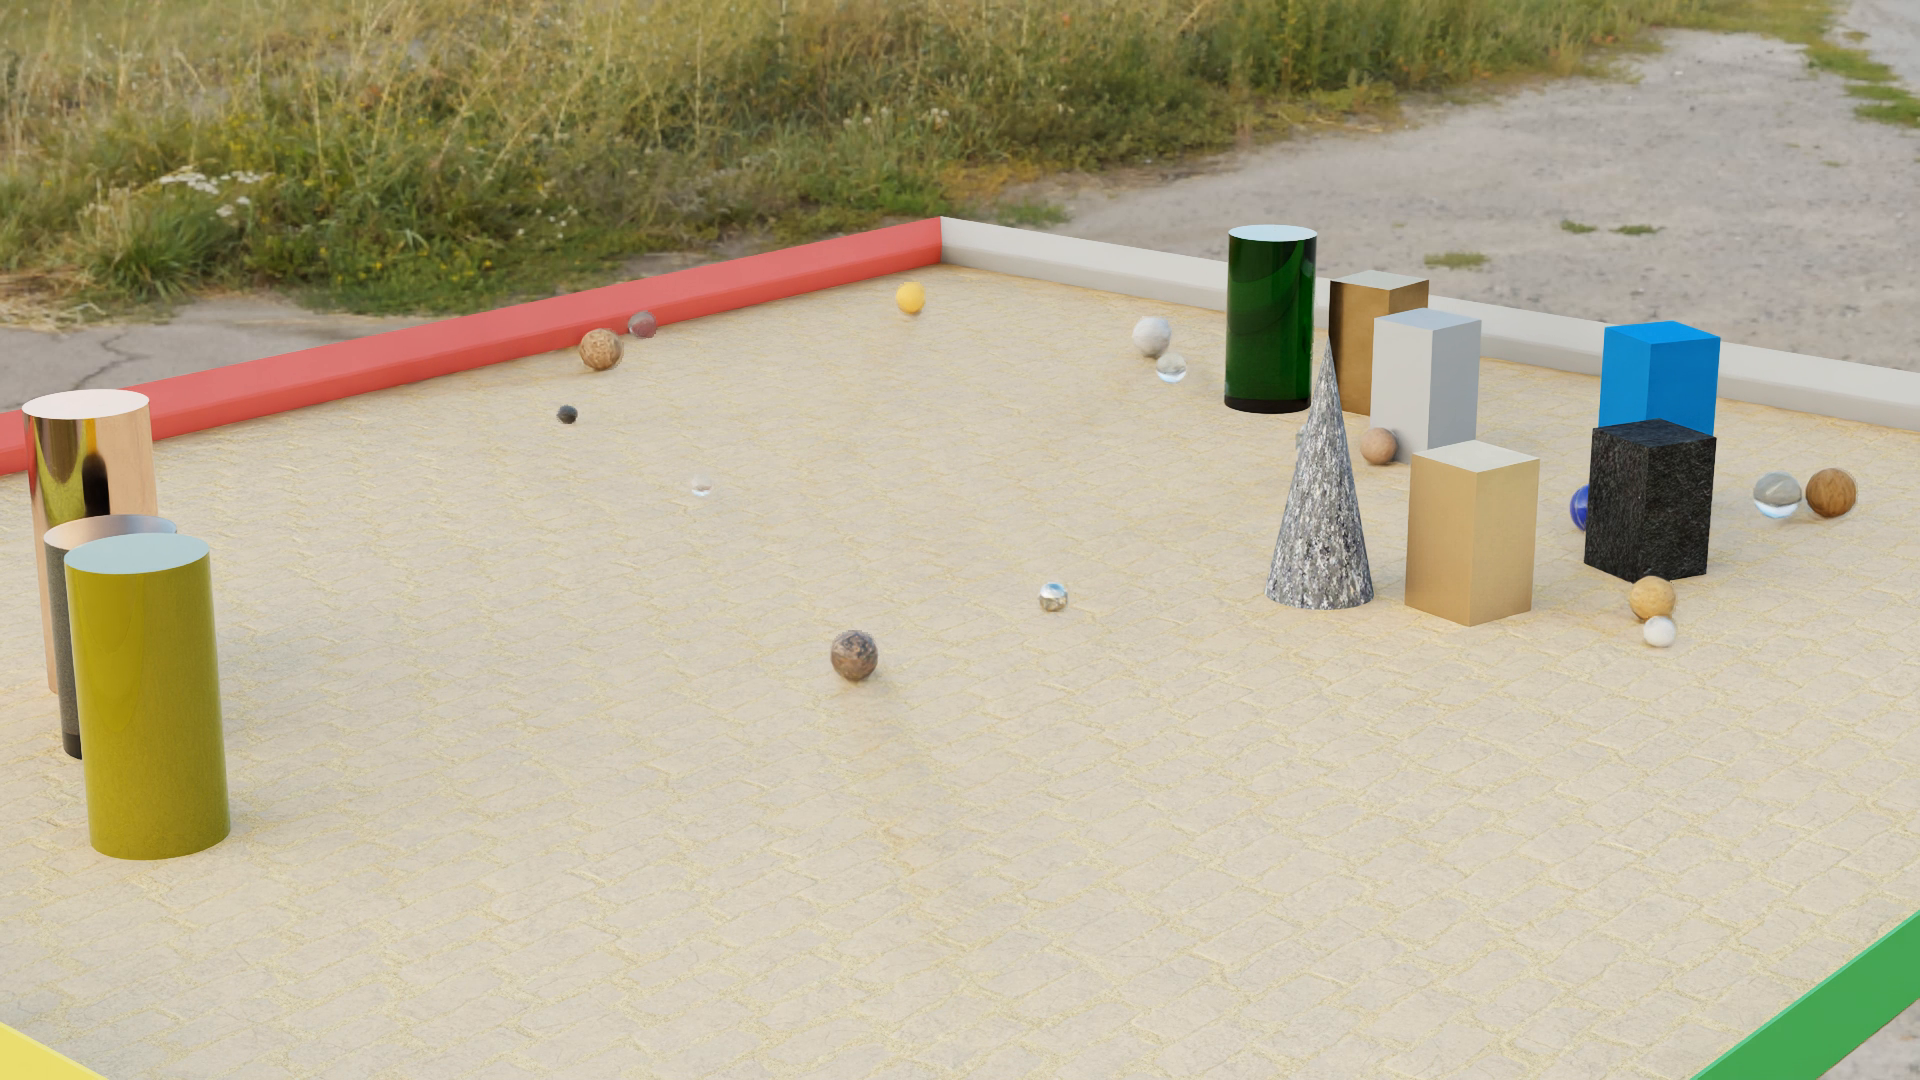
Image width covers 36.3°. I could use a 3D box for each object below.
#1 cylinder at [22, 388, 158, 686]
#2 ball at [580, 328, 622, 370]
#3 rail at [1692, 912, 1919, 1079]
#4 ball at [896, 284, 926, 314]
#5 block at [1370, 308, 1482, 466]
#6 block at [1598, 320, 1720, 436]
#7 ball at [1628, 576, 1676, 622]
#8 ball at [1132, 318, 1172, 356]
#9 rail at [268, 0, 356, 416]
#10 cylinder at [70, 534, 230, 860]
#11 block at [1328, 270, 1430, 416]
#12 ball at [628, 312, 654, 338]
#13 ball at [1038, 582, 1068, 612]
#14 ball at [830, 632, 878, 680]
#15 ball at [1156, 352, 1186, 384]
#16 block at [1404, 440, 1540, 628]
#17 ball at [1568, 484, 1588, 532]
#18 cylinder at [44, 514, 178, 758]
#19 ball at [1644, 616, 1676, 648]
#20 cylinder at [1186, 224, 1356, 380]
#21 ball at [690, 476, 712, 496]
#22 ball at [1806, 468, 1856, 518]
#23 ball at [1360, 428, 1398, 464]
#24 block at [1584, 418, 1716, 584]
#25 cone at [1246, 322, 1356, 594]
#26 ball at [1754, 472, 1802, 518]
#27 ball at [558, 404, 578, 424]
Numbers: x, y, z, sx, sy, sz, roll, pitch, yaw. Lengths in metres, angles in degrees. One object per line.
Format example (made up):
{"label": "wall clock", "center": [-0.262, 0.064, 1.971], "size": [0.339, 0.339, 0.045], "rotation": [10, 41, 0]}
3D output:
{"label": "cylinder", "center": [-1.362, 0.006, 4.633], "size": [0.191, 0.456, 0.191], "rotation": [2, 26, -1]}
{"label": "ball", "center": [-0.824, -0.437, 6.723], "size": [0.095, 0.095, 0.095], "rotation": [0, 17, 0]}
{"label": "rail", "center": [1.455, 0.396, 3.911], "size": [0.045, 0.124, 4.332], "rotation": [14, 22, 39]}
{"label": "ball", "center": [-0.122, -0.602, 7.303], "size": [0.075, 0.075, 0.075], "rotation": [0, 17, 0]}
{"label": "block", "center": [0.947, -0.310, 5.973], "size": [0.153, 0.286, 0.153], "rotation": [-14, 22, -39]}
{"label": "block", "center": [1.315, -0.217, 5.540], "size": [0.153, 0.359, 0.153], "rotation": [-6, 18, -20]}
{"label": "ball", "center": [1.174, 0.100, 4.976], "size": [0.078, 0.078, 0.078], "rotation": [0, 17, 0]}
{"label": "ball", "center": [0.449, -0.477, 6.863], "size": [0.090, 0.090, 0.090], "rotation": [0, 17, 0]}
{"label": "rail", "center": [-1.467, -0.335, 6.331], "size": [0.045, 4.332, 0.124], "rotation": [-7, 35, -34]}
{"label": "cylinder", "center": [-1.114, 0.213, 4.027], "size": [0.191, 0.409, 0.191], "rotation": [7, 14, -2]}
{"label": "block", "center": [0.905, -0.426, 6.363], "size": [0.153, 0.282, 0.153], "rotation": [15, 22, 40]}
{"label": "ball", "center": [-0.764, -0.516, 7.039], "size": [0.064, 0.064, 0.064], "rotation": [0, 17, 0]}
{"label": "ball", "center": [0.160, 0.097, 5.030], "size": [0.052, 0.052, 0.052], "rotation": [0, 17, 0]}
{"label": "ball", "center": [-0.169, 0.186, 4.691], "size": [0.078, 0.078, 0.078], "rotation": [0, 17, 0]}
{"label": "ball", "center": [0.477, -0.388, 6.607], "size": [0.068, 0.068, 0.068], "rotation": [0, 17, 0]}
{"label": "block", "center": [0.875, -0.013, 5.015], "size": [0.153, 0.271, 0.153], "rotation": [-12, 21, -35]}
{"label": "ball", "center": [1.185, -0.060, 5.474], "size": [0.095, 0.095, 0.095], "rotation": [0, 17, 0]}
{"label": "cylinder", "center": [-1.258, 0.146, 4.390], "size": [0.191, 0.329, 0.191], "rotation": [0, 17, 0]}
{"label": "ball", "center": [1.157, 0.152, 4.848], "size": [0.053, 0.053, 0.053], "rotation": [0, 17, 0]}
{"label": "cylinder", "center": [0.675, -0.481, 6.379], "size": [0.191, 0.191, 0.379], "rotation": [-18, 69, -46]}
{"label": "ball", "center": [-0.505, -0.105, 5.719], "size": [0.041, 0.041, 0.041], "rotation": [0, 17, 0]}
{"label": "ball", "center": [1.656, -0.089, 5.573], "size": [0.094, 0.094, 0.094], "rotation": [0, 17, 0]}
{"label": "ball", "center": [0.848, -0.191, 5.944], "size": [0.075, 0.075, 0.075], "rotation": [0, 17, 0]}
{"label": "block", "center": [1.231, -0.069, 5.233], "size": [0.153, 0.252, 0.153], "rotation": [-9, 19, -26]}
{"label": "cone", "center": [0.629, -0.129, 5.067], "size": [0.191, 0.463, 0.191], "rotation": [-11, 7, 1]}
{"label": "ball", "center": [1.553, -0.085, 5.569], "size": [0.089, 0.089, 0.089], "rotation": [0, 17, 0]}
{"label": "ball", "center": [-0.837, -0.268, 6.258], "size": [0.041, 0.041, 0.041], "rotation": [0, 17, 0]}
